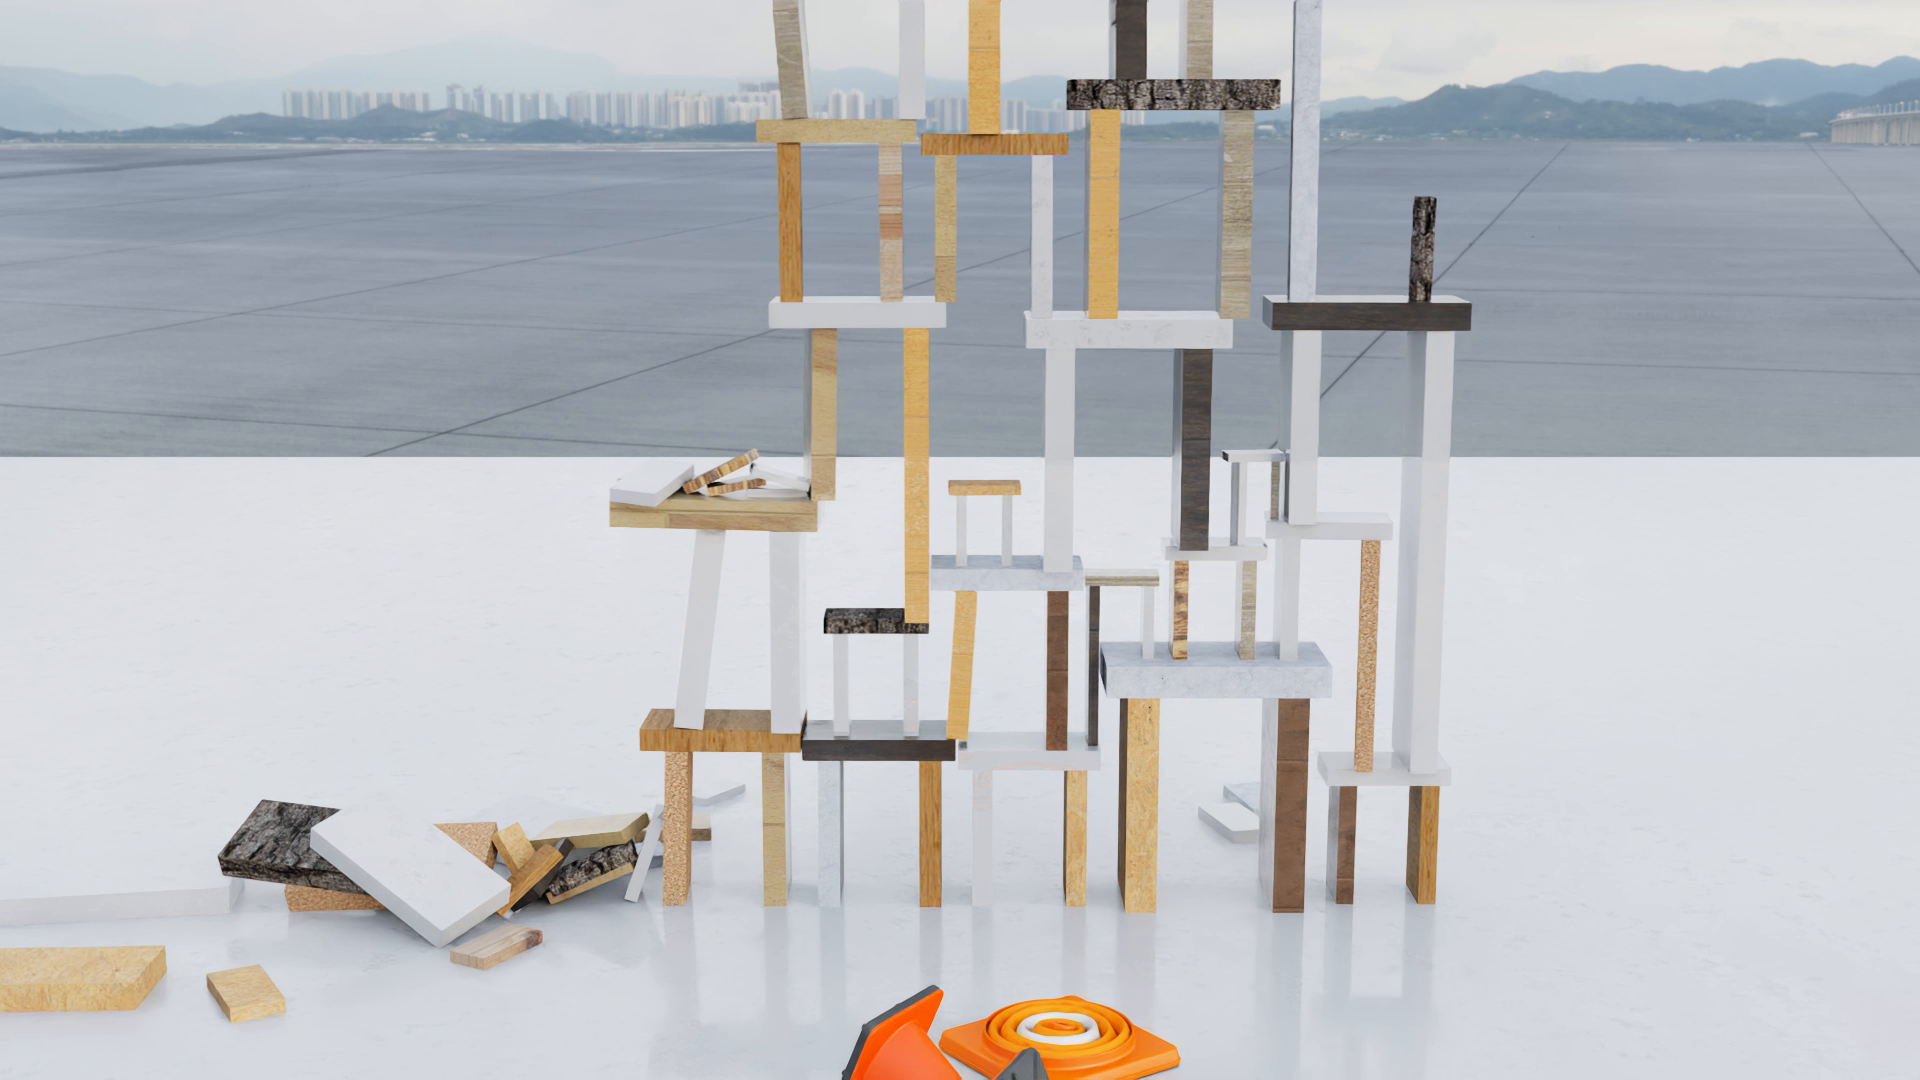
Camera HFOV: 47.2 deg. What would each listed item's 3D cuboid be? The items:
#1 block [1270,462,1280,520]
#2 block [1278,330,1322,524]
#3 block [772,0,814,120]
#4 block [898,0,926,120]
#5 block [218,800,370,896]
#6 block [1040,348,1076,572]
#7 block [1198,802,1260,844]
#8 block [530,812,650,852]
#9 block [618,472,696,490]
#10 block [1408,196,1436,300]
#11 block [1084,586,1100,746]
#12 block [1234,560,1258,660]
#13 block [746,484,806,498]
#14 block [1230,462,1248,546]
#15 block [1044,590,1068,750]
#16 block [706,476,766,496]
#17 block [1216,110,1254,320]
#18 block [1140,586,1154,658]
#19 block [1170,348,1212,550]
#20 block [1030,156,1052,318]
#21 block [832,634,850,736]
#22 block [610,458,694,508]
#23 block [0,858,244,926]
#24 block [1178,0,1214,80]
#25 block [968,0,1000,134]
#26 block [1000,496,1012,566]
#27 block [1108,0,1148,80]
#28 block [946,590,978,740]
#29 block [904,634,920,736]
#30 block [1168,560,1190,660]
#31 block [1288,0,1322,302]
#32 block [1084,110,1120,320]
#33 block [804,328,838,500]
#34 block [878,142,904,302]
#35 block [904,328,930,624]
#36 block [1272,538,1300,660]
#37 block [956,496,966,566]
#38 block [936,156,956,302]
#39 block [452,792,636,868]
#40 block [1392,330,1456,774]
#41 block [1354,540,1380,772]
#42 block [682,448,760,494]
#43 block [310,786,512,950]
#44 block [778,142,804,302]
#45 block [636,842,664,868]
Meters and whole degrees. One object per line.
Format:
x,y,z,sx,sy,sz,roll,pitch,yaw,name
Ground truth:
0.507,-0.083,3.539,0.013,0.093,0.046,1,11,6,block
0.542,-0.189,3.525,0.043,0.307,0.153,0,11,1,block
-0.262,-0.794,3.409,0.039,0.276,0.138,-4,11,1,block
-0.075,-0.794,3.413,0.039,0.276,0.138,0,11,-2,block
-1.045,0.505,3.614,0.297,0.042,0.149,5,33,13,block
0.156,-0.138,3.532,0.045,0.355,0.160,0,11,0,block
0.502,0.515,4.011,0.080,0.023,0.159,-3,11,-16,block
-0.622,0.491,3.695,0.191,0.023,0.081,-9,13,27,block
-0.495,-0.096,3.593,0.119,0.017,0.059,2,10,3,block
0.729,-0.460,3.469,0.023,0.159,0.080,1,11,2,block
0.216,0.200,3.595,0.017,0.267,0.060,0,11,-2,block
0.464,0.106,3.578,0.023,0.164,0.082,0,11,0,block
-0.296,-0.080,3.541,0.095,0.013,0.047,0,11,-9,block
0.448,-0.062,3.536,0.013,0.134,0.046,-2,11,-9,block
0.157,0.200,3.598,0.035,0.264,0.122,0,11,0,block
-0.358,-0.090,3.530,0.094,0.013,0.047,-11,12,-3,block
0.432,-0.515,3.467,0.045,0.319,0.160,1,11,4,block
0.304,0.128,3.578,0.017,0.120,0.060,0,11,0,block
0.370,-0.155,3.527,0.045,0.320,0.160,0,11,0,block
0.127,-0.480,3.464,0.032,0.251,0.113,0,11,0,block
-0.193,0.227,3.603,0.024,0.170,0.085,0,11,0,block
-0.491,-0.092,3.512,0.077,0.022,0.155,7,22,15,block
-1.687,0.586,3.566,0.989,0.045,0.159,-2,11,-10,block
0.364,-0.852,3.395,0.039,0.278,0.139,0,11,0,block
0.036,-0.841,3.405,0.047,0.416,0.167,0,11,0,block
0.075,-0.020,3.552,0.016,0.115,0.058,0,11,0,block
0.259,-0.881,3.395,0.047,0.334,0.167,-1,11,0,block
0.003,0.191,3.596,0.035,0.245,0.122,4,11,-1,block
-0.079,0.227,3.603,0.024,0.170,0.085,0,11,0,block
0.355,0.105,3.578,0.023,0.164,0.082,0,11,0,block
0.539,-0.686,3.430,0.039,0.617,0.139,1,11,7,block
0.222,-0.515,3.463,0.045,0.319,0.160,0,11,0,block
-0.226,-0.210,3.536,0.039,0.275,0.138,-1,11,-9,block
-0.108,-0.503,3.468,0.035,0.246,0.123,0,11,0,block
-0.068,-0.112,3.539,0.039,0.472,0.138,0,11,0,block
0.531,0.087,3.579,0.028,0.200,0.100,0,11,1,block
0.002,-0.020,3.550,0.016,0.115,0.058,0,11,0,block
-0.022,-0.492,3.461,0.032,0.226,0.113,0,11,0,block
-0.733,0.516,3.842,0.318,0.045,0.159,6,21,41,block
0.748,0.011,3.560,0.043,0.715,0.153,0,11,0,block
0.661,0.180,3.571,0.028,0.380,0.100,2,11,9,block
-0.384,-0.111,3.533,0.119,0.017,0.059,-25,7,16,block
-0.879,0.520,3.515,0.297,0.042,0.149,32,38,22,block
-0.268,-0.504,3.473,0.035,0.246,0.123,-1,11,-3,block
-0.589,0.552,3.814,0.155,0.022,0.077,-4,11,-18,block
